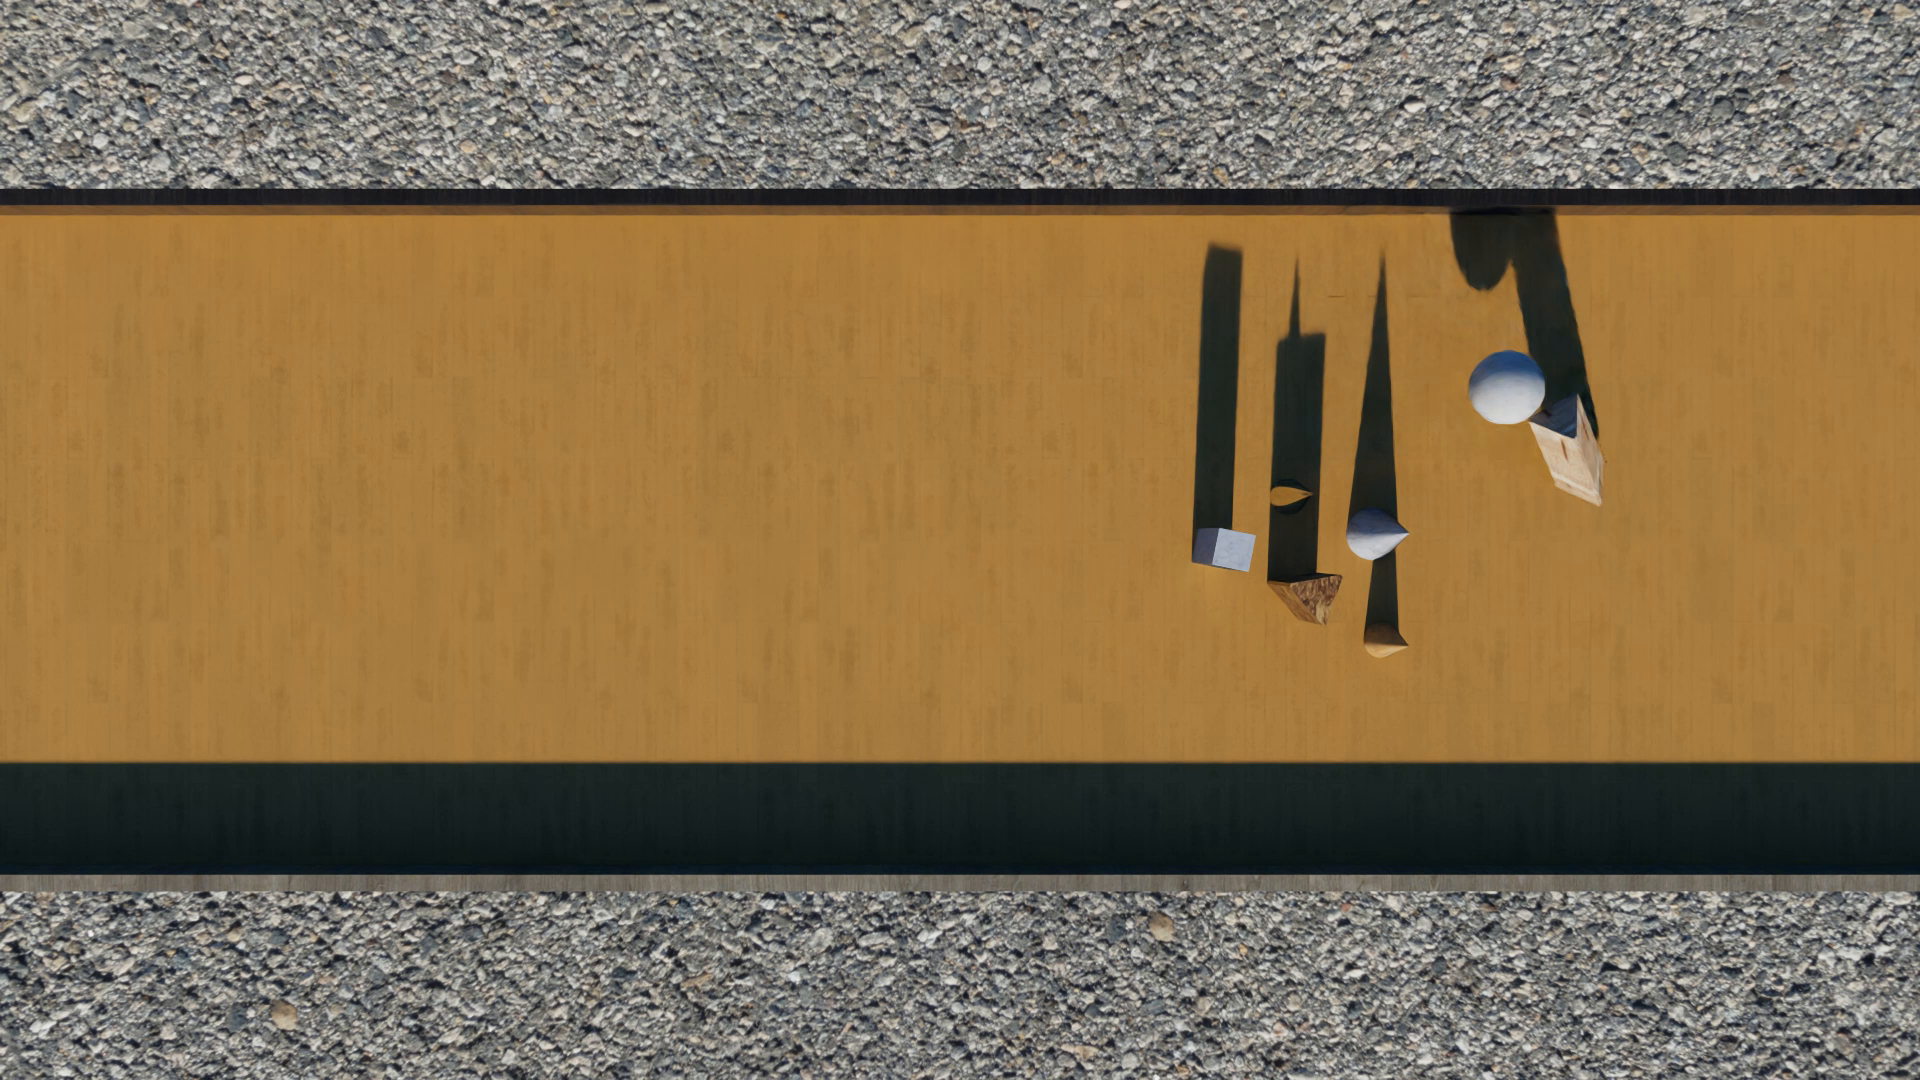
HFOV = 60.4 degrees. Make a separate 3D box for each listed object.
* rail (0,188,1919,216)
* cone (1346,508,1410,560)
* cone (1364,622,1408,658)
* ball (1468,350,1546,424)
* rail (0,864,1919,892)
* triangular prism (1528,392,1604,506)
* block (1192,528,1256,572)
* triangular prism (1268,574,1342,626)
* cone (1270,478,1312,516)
[{"bbox_3d":[-2.247,-1.025,5.002,12.000,0.150,0.050,0,90,0],"label":"rail"},{"bbox_3d":[1.269,-0.019,4.864,0.161,0.425,0.161,0,90,0],"label":"cone"},{"bbox_3d":[1.297,0.307,4.918,0.111,0.317,0.111,0,90,0],"label":"cone"},{"bbox_3d":[1.594,-0.444,4.807,0.215,0.215,0.215,0,90,0],"label":"ball"},{"bbox_3d":[-2.247,1.025,5.001,12.000,0.150,0.050,0,90,0],"label":"rail"},{"bbox_3d":[1.829,-0.279,4.883,0.153,0.399,0.132,32,82,41],"label":"triangular prism"},{"bbox_3d":[0.774,0.028,4.869,0.106,0.415,0.106,11,90,0],"label":"block"},{"bbox_3d":[1.045,0.145,4.901,0.131,0.350,0.152,-40,90,0],"label":"triangular prism"},{"bbox_3d":[1.010,-0.133,4.896,0.113,0.361,0.113,0,90,0],"label":"cone"}]
